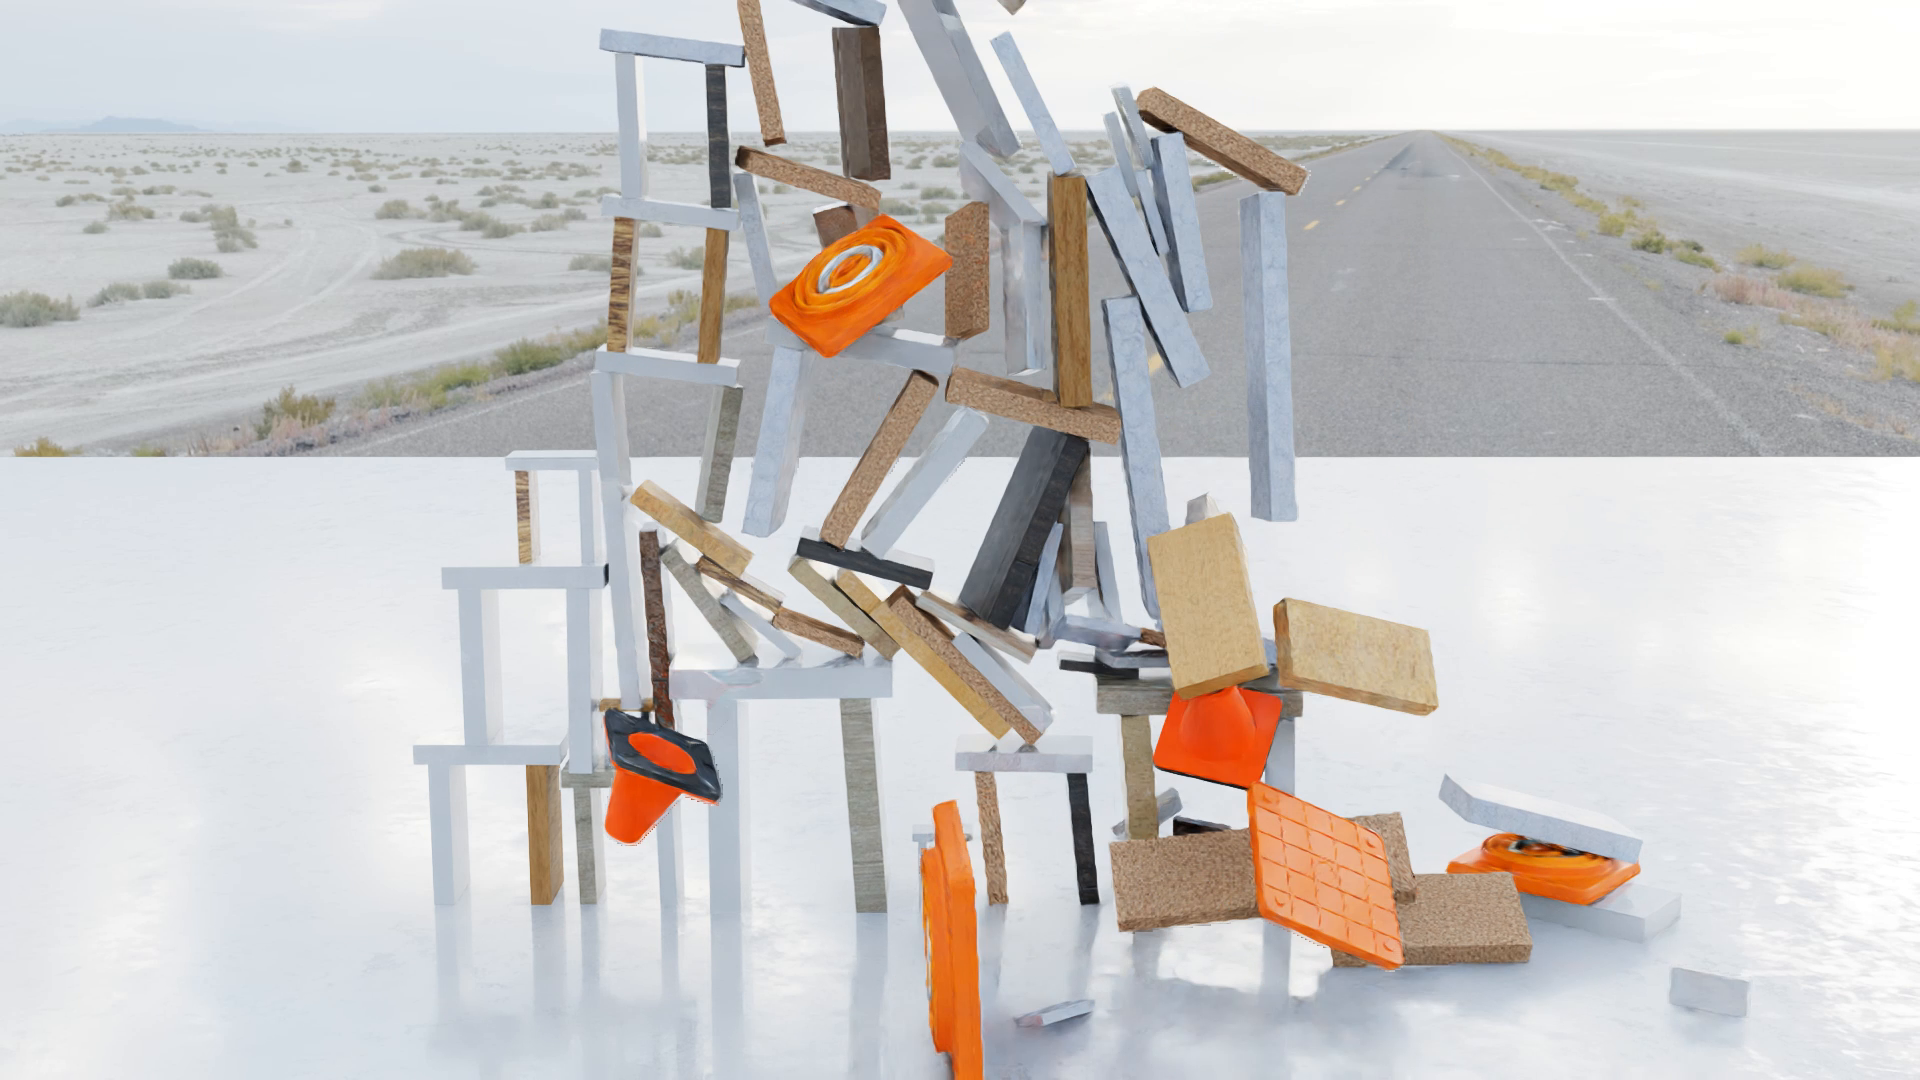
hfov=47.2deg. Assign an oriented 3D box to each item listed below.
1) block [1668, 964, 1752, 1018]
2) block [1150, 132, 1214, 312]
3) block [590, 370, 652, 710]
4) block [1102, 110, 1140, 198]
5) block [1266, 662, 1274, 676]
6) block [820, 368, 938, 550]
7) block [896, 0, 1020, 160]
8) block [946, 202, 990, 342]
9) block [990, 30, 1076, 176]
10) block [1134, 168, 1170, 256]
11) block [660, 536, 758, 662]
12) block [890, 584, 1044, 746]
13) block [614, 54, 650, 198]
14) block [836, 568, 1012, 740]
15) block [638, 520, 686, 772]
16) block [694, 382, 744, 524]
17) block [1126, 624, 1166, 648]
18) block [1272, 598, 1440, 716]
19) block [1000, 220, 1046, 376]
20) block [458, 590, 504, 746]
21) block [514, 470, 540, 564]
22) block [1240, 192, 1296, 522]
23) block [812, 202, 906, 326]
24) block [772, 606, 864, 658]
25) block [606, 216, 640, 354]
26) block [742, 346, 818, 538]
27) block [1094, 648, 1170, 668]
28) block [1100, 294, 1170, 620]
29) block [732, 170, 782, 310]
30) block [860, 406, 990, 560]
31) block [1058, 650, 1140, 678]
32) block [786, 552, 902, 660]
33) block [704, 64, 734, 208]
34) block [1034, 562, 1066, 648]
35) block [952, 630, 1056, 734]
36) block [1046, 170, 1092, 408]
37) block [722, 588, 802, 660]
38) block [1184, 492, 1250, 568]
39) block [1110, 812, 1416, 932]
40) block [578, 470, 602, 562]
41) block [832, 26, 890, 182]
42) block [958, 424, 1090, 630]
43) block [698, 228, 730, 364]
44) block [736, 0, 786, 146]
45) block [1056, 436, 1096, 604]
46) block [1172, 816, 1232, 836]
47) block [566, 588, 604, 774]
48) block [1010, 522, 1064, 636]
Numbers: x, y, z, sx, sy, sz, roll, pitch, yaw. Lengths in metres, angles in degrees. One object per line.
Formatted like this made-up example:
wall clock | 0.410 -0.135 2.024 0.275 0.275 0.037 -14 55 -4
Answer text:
block | 1.084 0.652 3.181 0.108 0.054 0.015 6 5 30
block | 0.345 -0.500 3.468 0.039 0.275 0.138 -11 8 -2
block | -0.549 -0.004 3.565 0.031 0.546 0.111 -4 10 1
block | 0.252 -0.605 3.451 0.019 0.134 0.067 -17 11 3
block | 0.439 0.193 3.586 0.132 0.019 0.066 14 4 -25
block | -0.129 -0.134 3.531 0.042 0.299 0.149 30 8 -5
block | -0.017 -0.777 3.511 0.033 0.370 0.115 -41 38 -16
block | 0.012 -0.443 3.642 0.030 0.211 0.105 4 -8 -25
block | 0.112 -0.679 3.413 0.033 0.230 0.115 -26 12 6
block | 0.301 -0.518 3.471 0.019 0.134 0.067 -18 10 3
block | -0.406 0.095 3.574 0.030 0.214 0.107 -35 9 5
block | 0.011 0.203 3.600 0.029 0.325 0.103 -45 9 7
block | -0.514 -0.649 3.448 0.031 0.219 0.109 -2 10 -2
block | -0.059 0.177 3.597 0.031 0.372 0.110 -45 8 7
block | -0.486 0.171 3.589 0.030 0.396 0.107 -4 10 -1
block | -0.391 -0.146 3.566 0.031 0.222 0.111 8 8 -15
block | 0.333 0.164 3.618 0.132 0.019 0.066 13 4 -16
block | 0.623 0.185 3.464 0.274 0.137 0.039 13 -33 -23
block | 0.101 -0.384 3.512 0.030 0.234 0.105 -2 -2 -18
block | -0.783 0.195 3.596 0.037 0.259 0.130 0 11 0
block | -0.698 -0.043 3.552 0.021 0.150 0.075 0 11 0
block | 0.487 -0.288 3.483 0.039 0.511 0.138 -3 5 -6
block | -0.173 -0.470 3.747 0.109 0.218 0.031 -16 23 -4
block | -0.231 0.149 3.586 0.151 0.021 0.076 21 7 -6
block | -0.535 -0.408 3.495 0.030 0.211 0.105 5 10 -3
block | -0.291 -0.167 3.558 0.042 0.306 0.149 12 11 4
block | 0.291 0.192 3.591 0.129 0.018 0.064 1 12 -28
block | 0.291 -0.137 3.543 0.050 0.509 0.177 -8 8 1
block | -0.326 -0.485 3.535 0.031 0.218 0.109 -11 13 -1
block | -0.058 -0.099 3.535 0.039 0.278 0.139 38 7 -8
block | 0.226 0.203 3.592 0.129 0.018 0.064 7 10 -1
block | -0.187 0.101 3.581 0.220 0.031 0.110 42 7 -8
block | -0.378 -0.633 3.453 0.031 0.219 0.109 -2 10 -4
block | 0.130 0.038 3.656 0.026 0.275 0.093 0 -32 -15
block | 0.073 0.224 3.590 0.207 0.029 0.104 45 7 1
block | 0.172 -0.401 3.483 0.050 0.355 0.177 -3 13 -1
block | -0.322 0.132 3.581 0.151 0.021 0.076 39 5 -10
block | 0.409 0.057 3.544 0.039 0.137 0.274 -25 27 26
block | 0.466 0.515 3.412 0.456 0.038 0.135 -7 54 4
block | -0.597 -0.044 3.552 0.021 0.150 0.075 0 11 0
block | -0.158 -0.695 3.496 0.034 0.237 0.118 -11 17 -23
block | 0.101 -0.029 3.554 0.039 0.326 0.139 21 7 -23
block | -0.393 -0.391 3.503 0.030 0.211 0.105 5 10 -3
block | -0.312 -0.740 3.436 0.034 0.237 0.118 -11 6 -2
block | 0.179 -0.040 3.619 0.038 0.270 0.135 2 -14 -15
block | 0.428 0.522 3.880 0.108 0.054 0.015 7 26 32
block | -0.613 0.217 3.600 0.037 0.305 0.130 1 11 0
block | 0.115 0.054 3.598 0.026 0.185 0.093 9 9 -28
